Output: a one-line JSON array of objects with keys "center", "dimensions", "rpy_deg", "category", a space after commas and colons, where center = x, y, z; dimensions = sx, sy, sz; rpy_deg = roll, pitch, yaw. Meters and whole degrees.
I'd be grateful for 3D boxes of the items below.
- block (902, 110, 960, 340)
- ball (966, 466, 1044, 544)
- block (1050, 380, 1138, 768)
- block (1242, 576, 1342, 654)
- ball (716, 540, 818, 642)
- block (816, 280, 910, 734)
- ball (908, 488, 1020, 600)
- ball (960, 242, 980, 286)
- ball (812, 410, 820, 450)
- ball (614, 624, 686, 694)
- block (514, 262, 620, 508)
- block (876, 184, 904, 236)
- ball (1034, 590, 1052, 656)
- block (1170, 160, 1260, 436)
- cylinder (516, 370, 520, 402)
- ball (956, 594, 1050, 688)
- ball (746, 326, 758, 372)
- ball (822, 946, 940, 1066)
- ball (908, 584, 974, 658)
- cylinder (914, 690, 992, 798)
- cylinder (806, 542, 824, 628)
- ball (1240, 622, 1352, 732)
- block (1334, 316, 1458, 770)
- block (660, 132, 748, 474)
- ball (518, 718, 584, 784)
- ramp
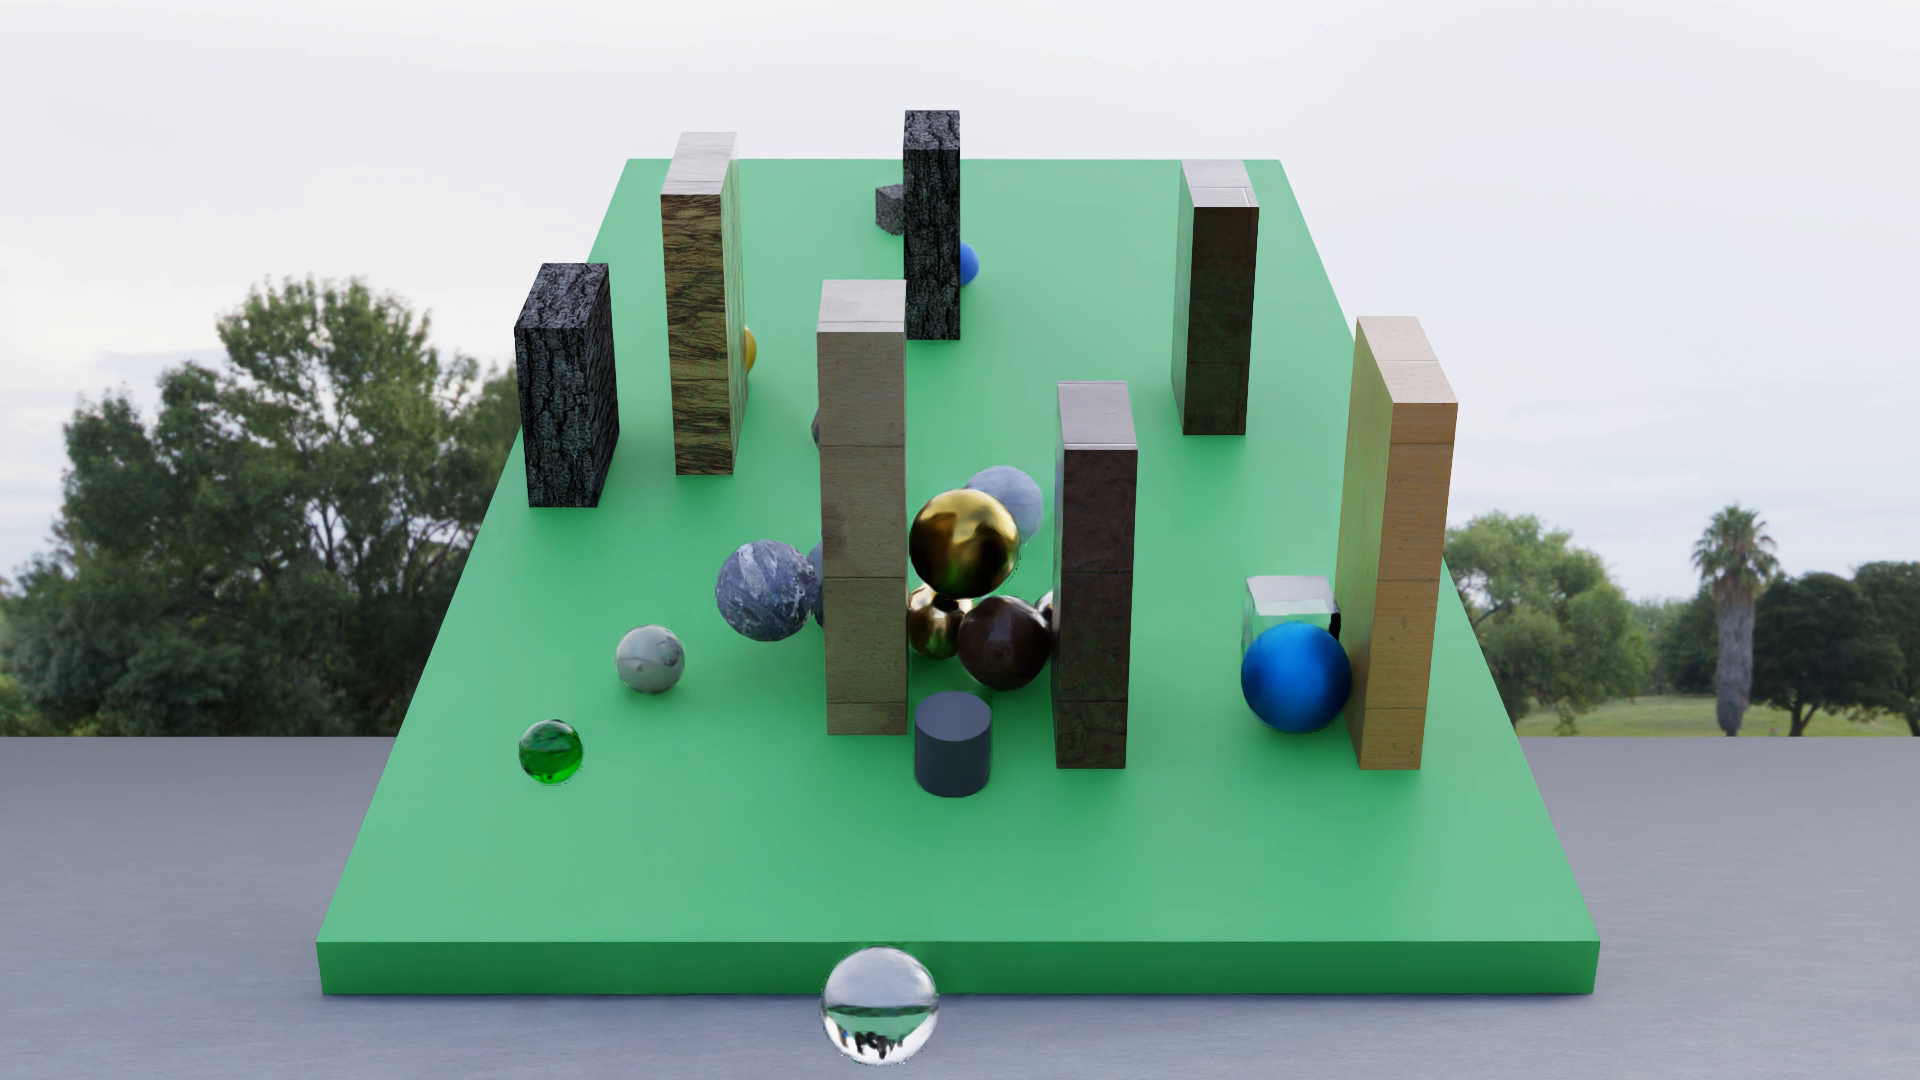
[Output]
[{"center": [-0.070, -0.796, 5.963], "dimensions": [0.139, 0.493, 0.332], "rpy_deg": [0, 27, 0], "category": "block"}, {"center": [0.086, -0.067, 4.869], "dimensions": [0.173, 0.173, 0.173], "rpy_deg": [0, -5, 0], "category": "ball"}, {"center": [0.229, 0.061, 4.125], "dimensions": [0.120, 0.612, 0.290], "rpy_deg": [0, 27, 0], "category": "block"}, {"center": [0.617, 0.170, 4.423], "dimensions": [0.152, 0.152, 0.152], "rpy_deg": [-1, 27, -3], "category": "block"}, {"center": [-0.360, 0.095, 4.414], "dimensions": [0.191, 0.191, 0.191], "rpy_deg": [0, -5, 0], "category": "ball"}, {"center": [-0.166, -0.052, 4.169], "dimensions": [0.143, 0.772, 0.246], "rpy_deg": [0, 27, 0], "category": "block"}, {"center": [0.007, 0.007, 4.344], "dimensions": [0.205, 0.205, 0.205], "rpy_deg": [0, -5, 0], "category": "ball"}, {"center": [-0.007, -0.729, 6.248], "dimensions": [0.117, 0.117, 0.117], "rpy_deg": [0, -5, 0], "category": "ball"}, {"center": [-0.255, -0.247, 5.250], "dimensions": [0.149, 0.149, 0.149], "rpy_deg": [0, -5, 0], "category": "ball"}, {"center": [-0.569, 0.219, 4.344], "dimensions": [0.129, 0.129, 0.129], "rpy_deg": [0, -5, 0], "category": "ball"}, {"center": [-0.849, -0.341, 5.144], "dimensions": [0.145, 0.411, 0.393], "rpy_deg": [0, 27, 0], "category": "block"}, {"center": [-0.165, -0.932, 6.661], "dimensions": [0.109, 0.109, 0.109], "rpy_deg": [-14, 30, -25], "category": "block"}, {"center": [0.198, 0.159, 4.459], "dimensions": [0.137, 0.137, 0.137], "rpy_deg": [0, -5, 0], "category": "ball"}, {"center": [0.581, -0.559, 5.436], "dimensions": [0.142, 0.546, 0.337], "rpy_deg": [0, 27, 0], "category": "block"}, {"center": [-0.907, -0.385, 5.459], "dimensions": [0.207, 0.207, 0.207], "rpy_deg": [-2, -4, -4], "category": "cylinder"}, {"center": [0.081, 0.187, 4.360], "dimensions": [0.173, 0.173, 0.173], "rpy_deg": [0, -5, 0], "category": "ball"}, {"center": [-0.567, -0.453, 5.642], "dimensions": [0.164, 0.164, 0.164], "rpy_deg": [0, -5, 0], "category": "ball"}, {"center": [-0.099, 0.577, 2.937], "dimensions": [0.147, 0.147, 0.147], "rpy_deg": [0, -5, 0], "category": "ball"}, {"center": [-0.040, 0.151, 4.462], "dimensions": [0.148, 0.148, 0.148], "rpy_deg": [0, -5, 0], "category": "ball"}, {"center": [-0.012, 0.350, 4.059], "dimensions": [0.130, 0.130, 0.130], "rpy_deg": [1, 37, 0], "category": "cylinder"}, {"center": [-0.218, 0.090, 4.568], "dimensions": [0.153, 0.153, 0.153], "rpy_deg": [1, 23, -12], "category": "cylinder"}, {"center": [0.599, 0.244, 4.220], "dimensions": [0.197, 0.197, 0.197], "rpy_deg": [0, -5, 0], "category": "ball"}, {"center": [0.751, 0.003, 4.147], "dimensions": [0.105, 0.697, 0.385], "rpy_deg": [0, 27, 0], "category": "block"}, {"center": [-0.563, -0.531, 5.263], "dimensions": [0.125, 0.644, 0.443], "rpy_deg": [0, 27, 0], "category": "block"}, {"center": [-0.705, 0.364, 4.074], "dimensions": [0.111, 0.111, 0.111], "rpy_deg": [0, -5, 0], "category": "ball"}, {"center": [-0.010, -0.227, 5.491], "dimensions": [2.000, 0.100, 4.000], "rpy_deg": [0, 27, 0], "category": "ramp"}]
